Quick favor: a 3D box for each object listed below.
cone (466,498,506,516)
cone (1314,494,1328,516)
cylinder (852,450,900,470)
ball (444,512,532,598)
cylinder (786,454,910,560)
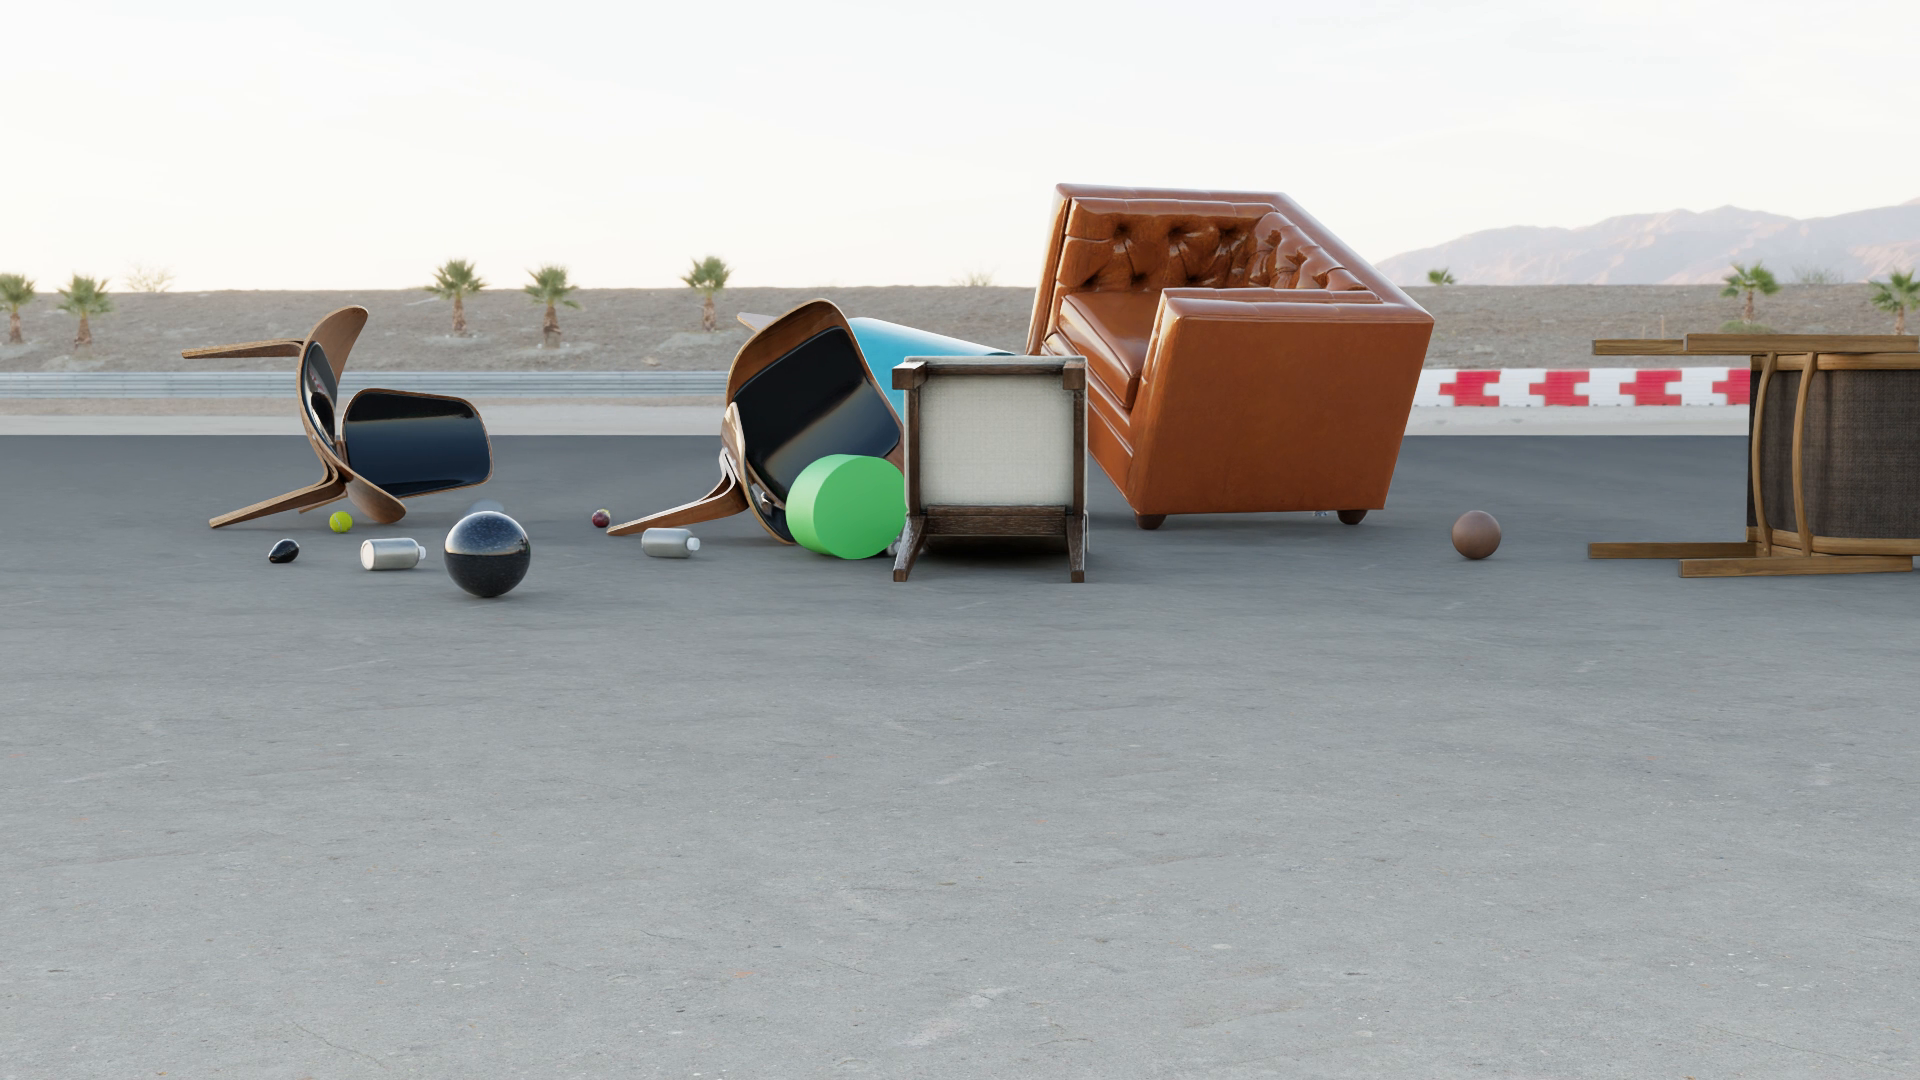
[{"bbox_3d":[-1.413,-0.039,6.685,0.136,0.131,0.140,12,-18,19],"label":"cone"},{"bbox_3d":[1.274,-0.128,7.773,0.058,0.087,0.038,-2,4,-21],"label":"cone"},{"bbox_3d":[-0.383,-0.307,9.743,0.180,0.185,0.152,-2,37,-30],"label":"cylinder"},{"bbox_3d":[-1.019,0.031,4.744,0.185,0.185,0.185,0,4,0],"label":"ball"},{"bbox_3d":[-0.302,-0.091,5.893,0.290,0.255,0.211,-45,20,-15],"label":"cylinder"}]
